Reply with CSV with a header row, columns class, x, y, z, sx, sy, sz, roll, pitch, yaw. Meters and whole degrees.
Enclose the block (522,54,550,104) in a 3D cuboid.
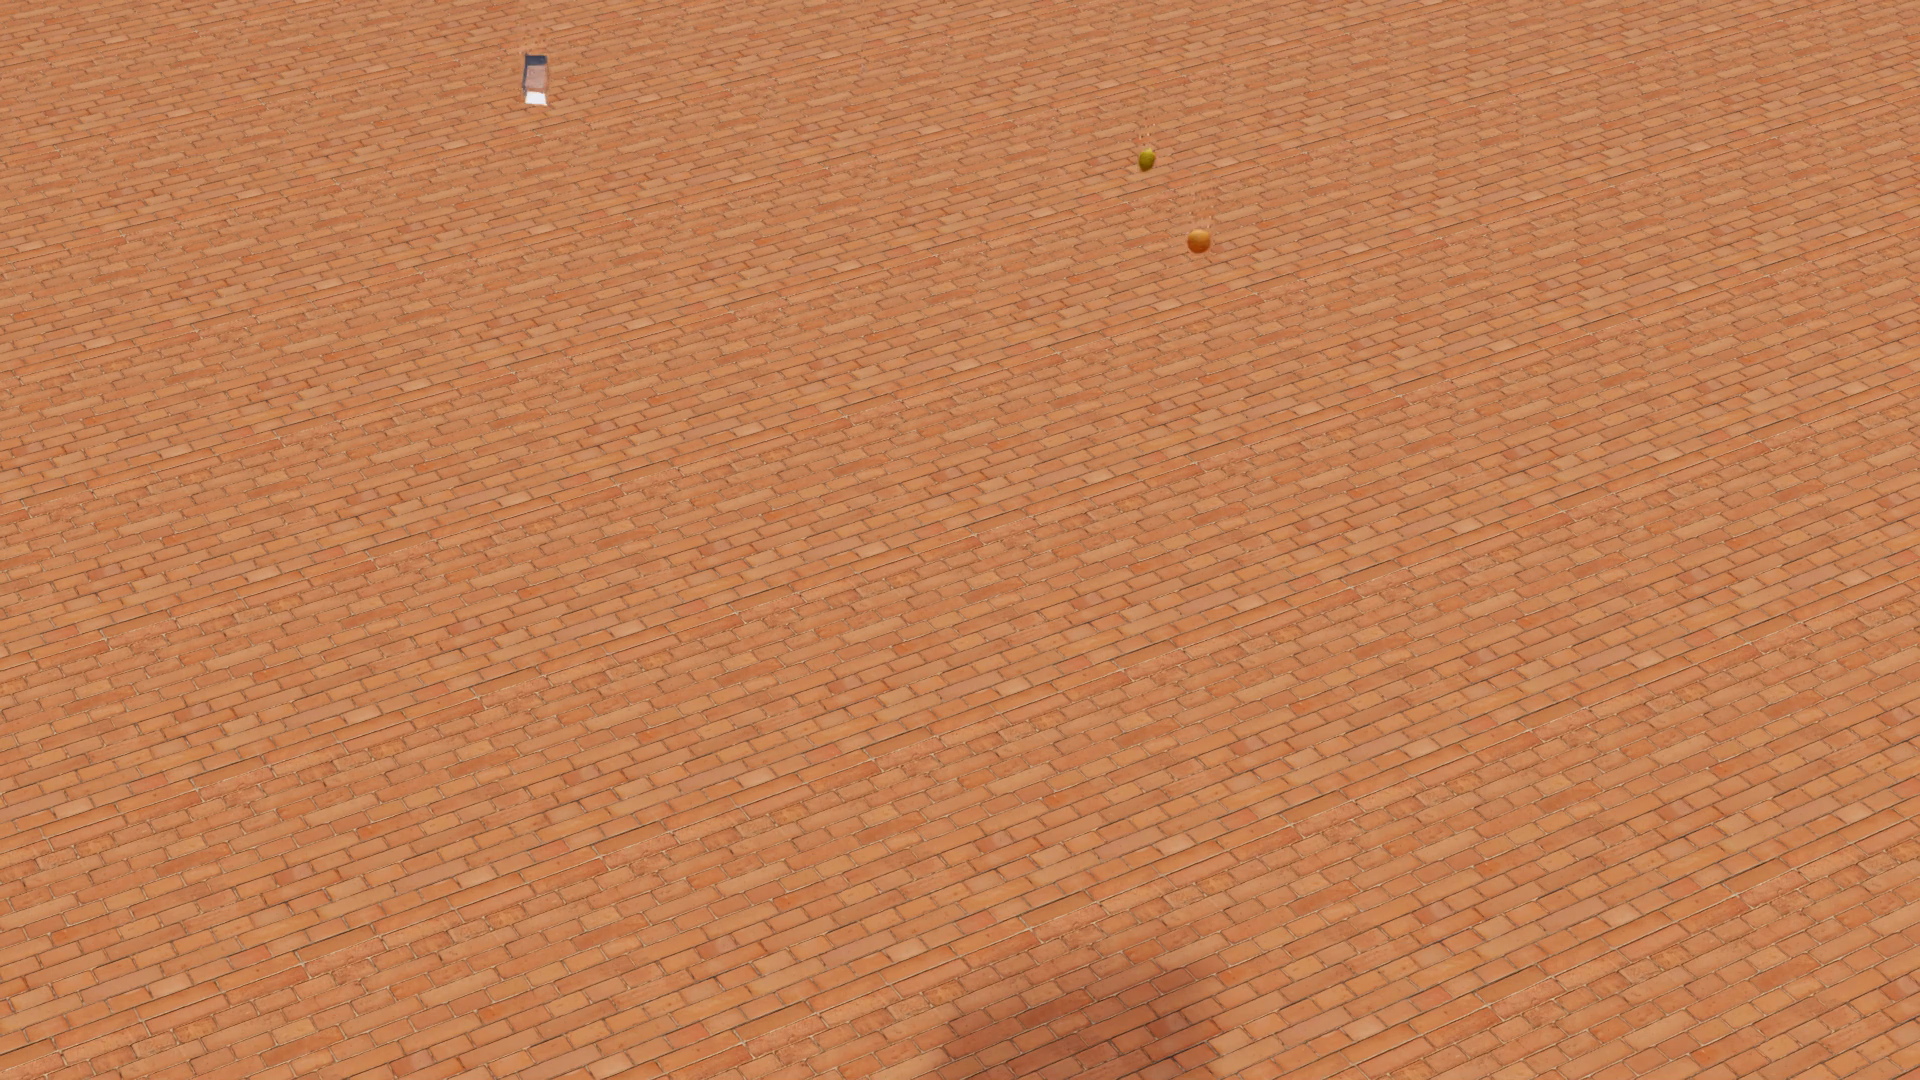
class,x,y,z,sx,sy,sz,roll,pitch,yaw
block,-1.328,-1.442,9.188,0.067,0.110,0.111,4,69,-1
